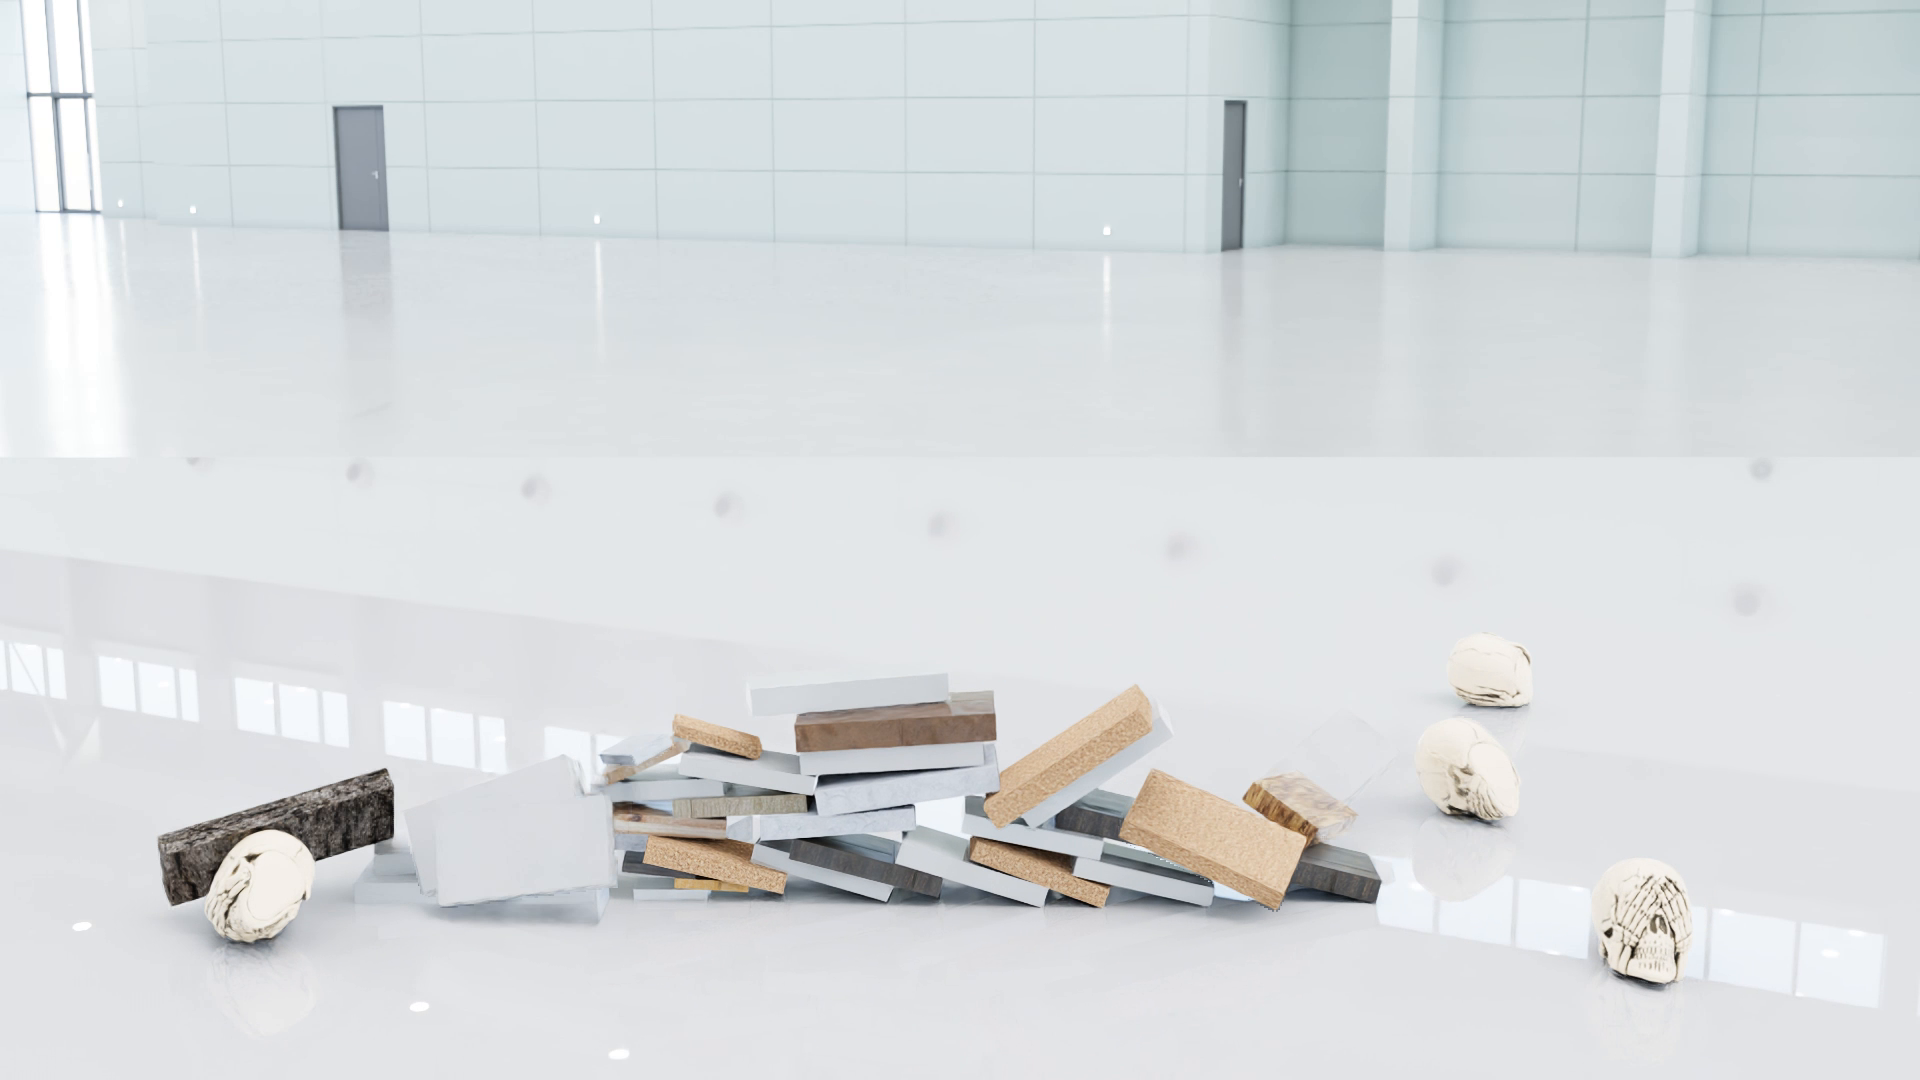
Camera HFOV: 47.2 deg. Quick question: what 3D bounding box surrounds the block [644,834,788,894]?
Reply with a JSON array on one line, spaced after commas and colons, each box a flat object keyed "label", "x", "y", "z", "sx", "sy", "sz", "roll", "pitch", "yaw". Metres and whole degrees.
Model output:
[{"label": "block", "x": -0.406, "y": 0.528, "z": 3.664, "sx": 0.235, "sy": 0.033, "sz": 0.117, "roll": 14, "pitch": 9, "yaw": -7}]

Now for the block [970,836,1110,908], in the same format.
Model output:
[{"label": "block", "x": 0.131, "y": 0.536, "z": 3.646, "sx": 0.232, "sy": 0.033, "sz": 0.116, "roll": 21, "pitch": 10, "yaw": -4}]

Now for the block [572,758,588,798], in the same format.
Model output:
[{"label": "block", "x": -0.760, "y": 0.448, "z": 3.712, "sx": 0.259, "sy": 0.037, "sz": 0.130, "roll": -20, "pitch": 13, "yaw": -6}]

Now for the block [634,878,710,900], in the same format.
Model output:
[{"label": "block", "x": -0.480, "y": 0.581, "z": 3.670, "sx": 0.121, "sy": 0.017, "sz": 0.061, "roll": 0, "pitch": 11, "yaw": 0}]

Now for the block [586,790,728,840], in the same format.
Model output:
[{"label": "block", "x": -0.512, "y": 0.460, "z": 3.688, "sx": 0.235, "sy": 0.033, "sz": 0.117, "roll": 5, "pitch": 10, "yaw": -9}]

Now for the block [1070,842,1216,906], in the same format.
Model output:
[{"label": "block", "x": 0.301, "y": 0.549, "z": 3.653, "sx": 0.232, "sy": 0.033, "sz": 0.116, "roll": 13, "pitch": 10, "yaw": -3}]

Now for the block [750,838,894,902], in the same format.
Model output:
[{"label": "block", "x": -0.223, "y": 0.539, "z": 3.678, "sx": 0.235, "sy": 0.033, "sz": 0.117, "roll": 15, "pitch": 9, "yaw": 4}]

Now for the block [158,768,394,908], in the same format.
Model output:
[{"label": "block", "x": -1.110, "y": 0.484, "z": 3.588, "sx": 0.370, "sy": 0.141, "sz": 0.040, "roll": -16, "pitch": 52, "yaw": -28}]

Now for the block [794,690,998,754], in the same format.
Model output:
[{"label": "block", "x": -0.104, "y": 0.299, "z": 3.635, "sx": 0.326, "sy": 0.046, "sz": 0.163, "roll": -4, "pitch": 9, "yaw": 1}]

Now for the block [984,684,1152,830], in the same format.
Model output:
[{"label": "block", "x": 0.177, "y": 0.352, "z": 3.581, "sx": 0.299, "sy": 0.042, "sz": 0.149, "roll": -34, "pitch": 8, "yaw": 10}]

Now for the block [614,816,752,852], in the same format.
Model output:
[{"label": "block", "x": -0.555, "y": 0.514, "z": 3.952, "sx": 0.326, "sy": 0.046, "sz": 0.163, "roll": 5, "pitch": 12, "yaw": 26}]

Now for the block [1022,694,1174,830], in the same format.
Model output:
[{"label": "block", "x": 0.221, "y": 0.365, "z": 3.617, "sx": 0.278, "sy": 0.039, "sz": 0.139, "roll": -34, "pitch": 8, "yaw": 7}]

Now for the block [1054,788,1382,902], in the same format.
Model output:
[{"label": "block", "x": 0.427, "y": 0.502, "z": 3.679, "sx": 0.543, "sy": 0.039, "sz": 0.139, "roll": 14, "pitch": 10, "yaw": -2}]

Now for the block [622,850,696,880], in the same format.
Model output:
[{"label": "block", "x": -0.498, "y": 0.540, "z": 3.655, "sx": 0.121, "sy": 0.017, "sz": 0.061, "roll": 7, "pitch": 10, "yaw": -5}]

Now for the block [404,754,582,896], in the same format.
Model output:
[{"label": "block", "x": -0.756, "y": 0.466, "z": 3.601, "sx": 0.283, "sy": 0.141, "sz": 0.040, "roll": -20, "pitch": -17, "yaw": 2}]

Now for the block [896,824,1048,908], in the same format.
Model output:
[{"label": "block", "x": 0.018, "y": 0.536, "z": 3.651, "sx": 0.253, "sy": 0.036, "sz": 0.126, "roll": 18, "pitch": 10, "yaw": -5}]

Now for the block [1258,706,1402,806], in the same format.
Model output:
[{"label": "block", "x": 0.671, "y": 0.425, "z": 4.024, "sx": 0.135, "sy": 0.038, "sz": 0.270, "roll": 39, "pitch": 53, "yaw": 23}]

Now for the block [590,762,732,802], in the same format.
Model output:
[{"label": "block", "x": -0.496, "y": 0.403, "z": 3.678, "sx": 0.222, "sy": 0.031, "sz": 0.111, "roll": -3, "pitch": 9, "yaw": 5}]

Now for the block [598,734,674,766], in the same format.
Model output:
[{"label": "block", "x": -0.536, "y": 0.346, "z": 3.635, "sx": 0.073, "sy": 0.021, "sz": 0.146, "roll": -29, "pitch": 10, "yaw": -29}]

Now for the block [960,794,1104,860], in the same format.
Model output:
[{"label": "block", "x": 0.118, "y": 0.475, "z": 3.645, "sx": 0.232, "sy": 0.033, "sz": 0.116, "roll": 11, "pitch": 10, "yaw": -2}]

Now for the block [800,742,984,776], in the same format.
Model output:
[{"label": "block", "x": -0.110, "y": 0.342, "z": 3.649, "sx": 0.299, "sy": 0.042, "sz": 0.149, "roll": -3, "pitch": 9, "yaw": 2}]

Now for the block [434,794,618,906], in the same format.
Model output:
[{"label": "block", "x": -0.700, "y": 0.500, "z": 3.540, "sx": 0.283, "sy": 0.141, "sz": 0.040, "roll": -8, "pitch": -14, "yaw": 5}]

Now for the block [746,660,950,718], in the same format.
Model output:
[{"label": "block", "x": -0.191, "y": 0.248, "z": 3.687, "sx": 0.326, "sy": 0.046, "sz": 0.163, "roll": -4, "pitch": 5, "yaw": -8}]

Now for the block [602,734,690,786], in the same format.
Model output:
[{"label": "block", "x": -0.517, "y": 0.359, "z": 3.641, "sx": 0.146, "sy": 0.021, "sz": 0.073, "roll": -24, "pitch": 9, "yaw": 0}]

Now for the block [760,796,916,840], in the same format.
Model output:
[{"label": "block", "x": -0.201, "y": 0.454, "z": 3.648, "sx": 0.253, "sy": 0.036, "sz": 0.126, "roll": -4, "pitch": 9, "yaw": -1}]

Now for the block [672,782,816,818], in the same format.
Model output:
[{"label": "block", "x": -0.358, "y": 0.428, "z": 3.664, "sx": 0.222, "sy": 0.031, "sz": 0.111, "roll": -3, "pitch": 9, "yaw": 4}]

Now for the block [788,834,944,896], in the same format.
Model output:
[{"label": "block", "x": -0.152, "y": 0.526, "z": 3.656, "sx": 0.253, "sy": 0.036, "sz": 0.126, "roll": 15, "pitch": 9, "yaw": -1}]

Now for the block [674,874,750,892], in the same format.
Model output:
[{"label": "block", "x": -0.412, "y": 0.565, "z": 3.665, "sx": 0.122, "sy": 0.017, "sz": 0.061, "roll": 4, "pitch": 10, "yaw": -2}]

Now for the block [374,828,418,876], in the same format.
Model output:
[{"label": "block", "x": -0.861, "y": 0.522, "z": 3.735, "sx": 0.259, "sy": 0.037, "sz": 0.130, "roll": -3, "pitch": 11, "yaw": -15}]

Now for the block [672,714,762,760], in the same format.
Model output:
[{"label": "block", "x": -0.403, "y": 0.326, "z": 3.648, "sx": 0.146, "sy": 0.021, "sz": 0.073, "roll": 17, "pitch": 7, "yaw": -13}]

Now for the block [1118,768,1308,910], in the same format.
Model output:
[{"label": "block", "x": 0.413, "y": 0.484, "z": 3.585, "sx": 0.278, "sy": 0.039, "sz": 0.139, "roll": 24, "pitch": 41, "yaw": 10}]

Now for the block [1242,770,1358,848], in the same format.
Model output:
[{"label": "block", "x": 0.592, "y": 0.464, "z": 3.813, "sx": 0.135, "sy": 0.038, "sz": 0.270, "roll": 36, "pitch": 13, "yaw": 21}]

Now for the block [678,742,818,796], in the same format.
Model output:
[{"label": "block", "x": -0.347, "y": 0.375, "z": 3.647, "sx": 0.222, "sy": 0.031, "sz": 0.111, "roll": 9, "pitch": 10, "yaw": -1}]

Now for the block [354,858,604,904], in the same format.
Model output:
[{"label": "block", "x": -0.797, "y": 0.569, "z": 3.681, "sx": 0.398, "sy": 0.037, "sz": 0.130, "roll": 0, "pitch": 11, "yaw": -1}]

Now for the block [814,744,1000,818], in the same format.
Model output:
[{"label": "block", "x": -0.086, "y": 0.396, "z": 3.639, "sx": 0.299, "sy": 0.042, "sz": 0.149, "roll": -8, "pitch": 9, "yaw": 1}]
